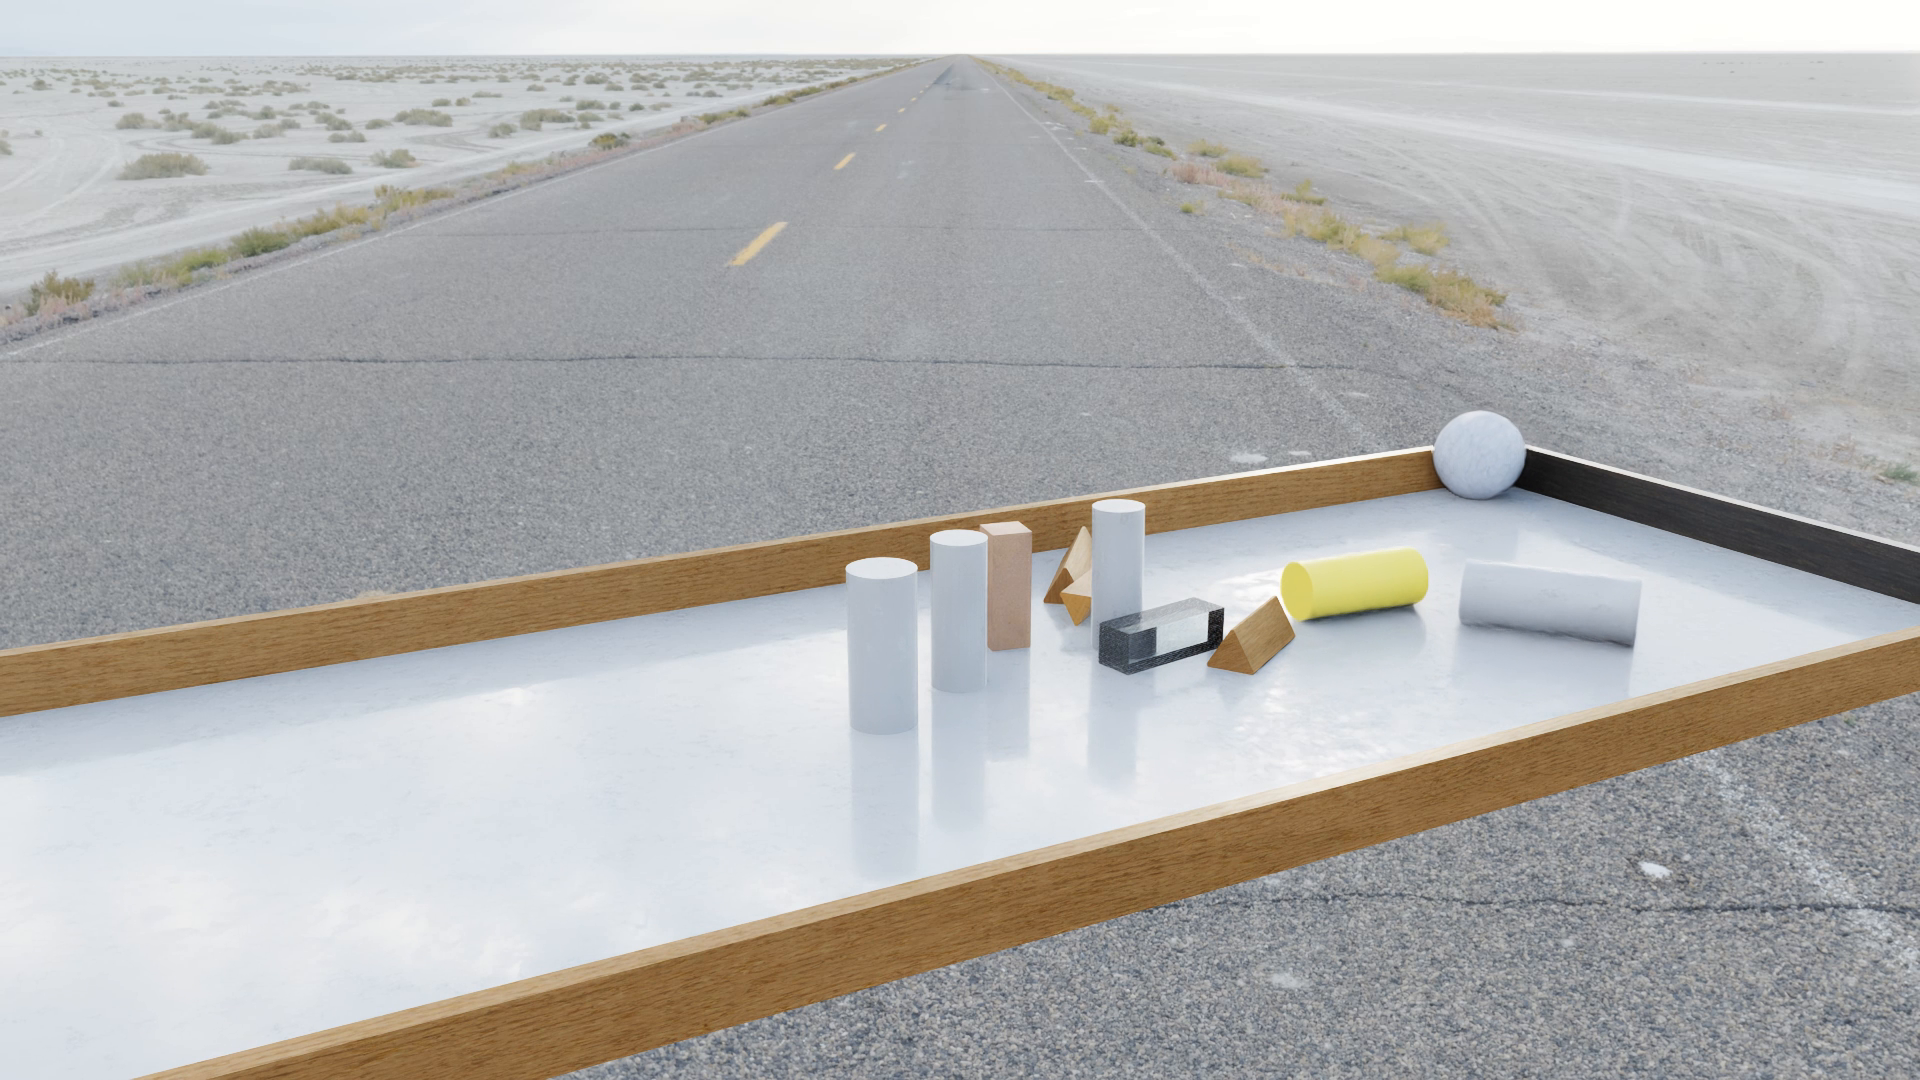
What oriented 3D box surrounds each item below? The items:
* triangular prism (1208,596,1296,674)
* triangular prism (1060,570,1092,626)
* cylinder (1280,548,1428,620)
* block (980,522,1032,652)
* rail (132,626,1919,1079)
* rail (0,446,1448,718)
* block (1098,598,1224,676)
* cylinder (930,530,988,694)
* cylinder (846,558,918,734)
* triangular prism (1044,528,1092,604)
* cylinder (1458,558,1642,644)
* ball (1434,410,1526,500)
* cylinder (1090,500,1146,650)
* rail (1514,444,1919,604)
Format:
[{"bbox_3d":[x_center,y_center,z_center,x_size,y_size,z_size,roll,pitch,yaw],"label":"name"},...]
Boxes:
[{"bbox_3d":[0.771,0.240,4.334,0.126,0.109,0.322,10,19,29],"label":"triangular prism"},{"bbox_3d":[0.389,0.125,4.696,0.089,0.102,0.369,37,27,12],"label":"triangular prism"},{"bbox_3d":[1.112,0.122,4.649,0.383,0.163,0.163,-7,18,-21],"label":"cylinder"},{"bbox_3d":[0.120,0.122,4.374,0.108,0.319,0.108,-5,17,-17],"label":"block"},{"bbox_3d":[-2.336,1.006,1.665,12.000,0.150,0.050,-9,18,-27],"label":"rail"},{"bbox_3d":[-3.305,0.497,3.399,12.000,0.150,0.050,-9,18,-27],"label":"rail"},{"bbox_3d":[0.529,0.249,4.312,0.344,0.111,0.111,-12,20,-36],"label":"block"},{"bbox_3d":[-0.003,0.176,4.083,0.142,0.379,0.142,0,16,0],"label":"cylinder"},{"bbox_3d":[-0.181,0.246,3.845,0.165,0.379,0.165,0,16,0],"label":"cylinder"},{"bbox_3d":[0.342,0.069,4.919,0.123,0.107,0.440,3,17,11],"label":"triangular prism"},{"bbox_3d":[1.600,0.166,4.476,0.450,0.178,0.178,7,18,23],"label":"cylinder"},{"bbox_3d":[1.834,-0.301,5.824,0.312,0.312,0.312,0,16,0],"label":"ball"},{"bbox_3d":[0.415,0.095,4.345,0.138,0.384,0.138,-1,16,0],"label":"cylinder"},{"bbox_3d":[2.466,-0.048,5.253,0.050,0.150,2.100,-9,18,-27],"label":"rail"}]
